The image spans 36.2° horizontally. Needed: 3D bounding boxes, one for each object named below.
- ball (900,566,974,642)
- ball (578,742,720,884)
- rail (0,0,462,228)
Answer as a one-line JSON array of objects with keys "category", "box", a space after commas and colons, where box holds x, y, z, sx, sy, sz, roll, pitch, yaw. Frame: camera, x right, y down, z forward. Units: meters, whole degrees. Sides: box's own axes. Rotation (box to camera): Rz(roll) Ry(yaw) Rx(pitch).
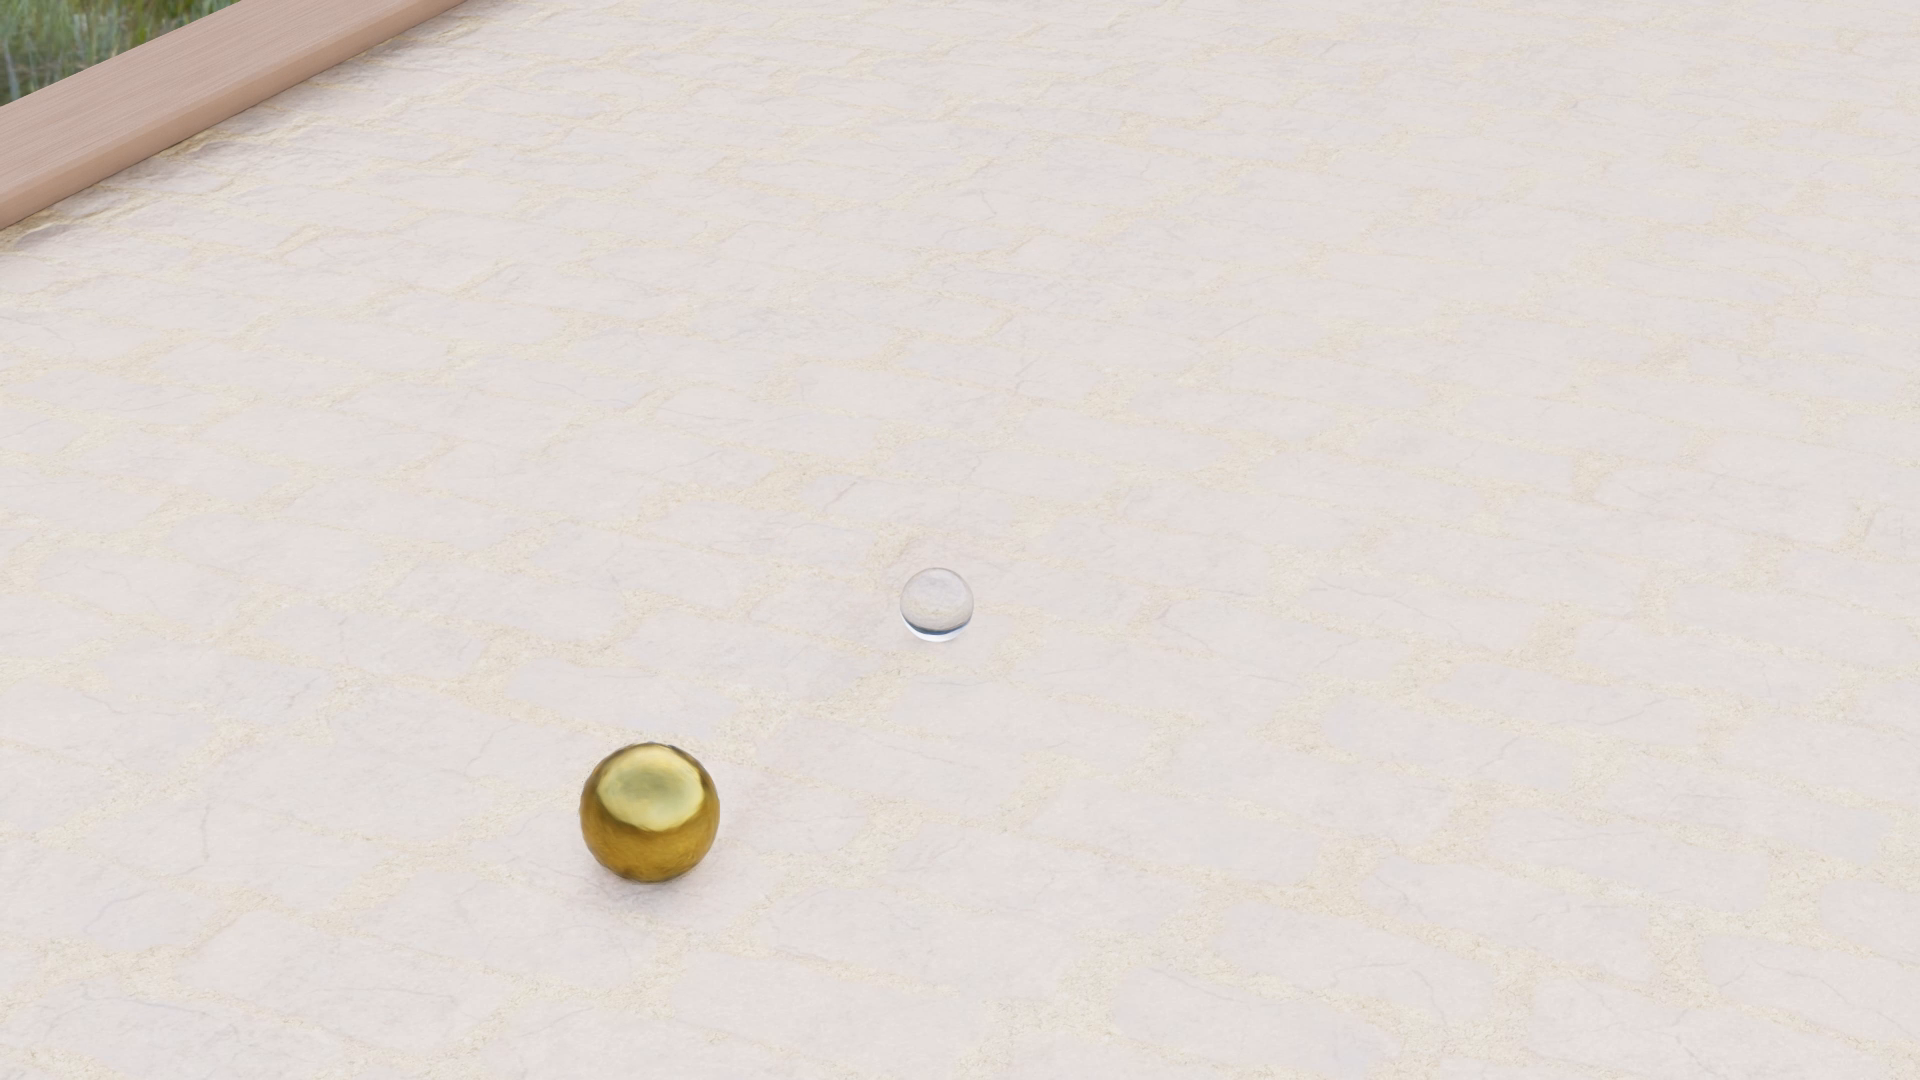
[{"category": "ball", "box": [-0.013, 0.037, 1.689, 0.043, 0.043, 0.043, 0, 27, 0]}, {"category": "ball", "box": [-0.155, 0.136, 1.467, 0.071, 0.071, 0.071, 0, 27, 0]}, {"category": "rail", "box": [-0.446, -0.558, 2.790, 0.045, 0.092, 3.586, 12, 29, 21]}]
